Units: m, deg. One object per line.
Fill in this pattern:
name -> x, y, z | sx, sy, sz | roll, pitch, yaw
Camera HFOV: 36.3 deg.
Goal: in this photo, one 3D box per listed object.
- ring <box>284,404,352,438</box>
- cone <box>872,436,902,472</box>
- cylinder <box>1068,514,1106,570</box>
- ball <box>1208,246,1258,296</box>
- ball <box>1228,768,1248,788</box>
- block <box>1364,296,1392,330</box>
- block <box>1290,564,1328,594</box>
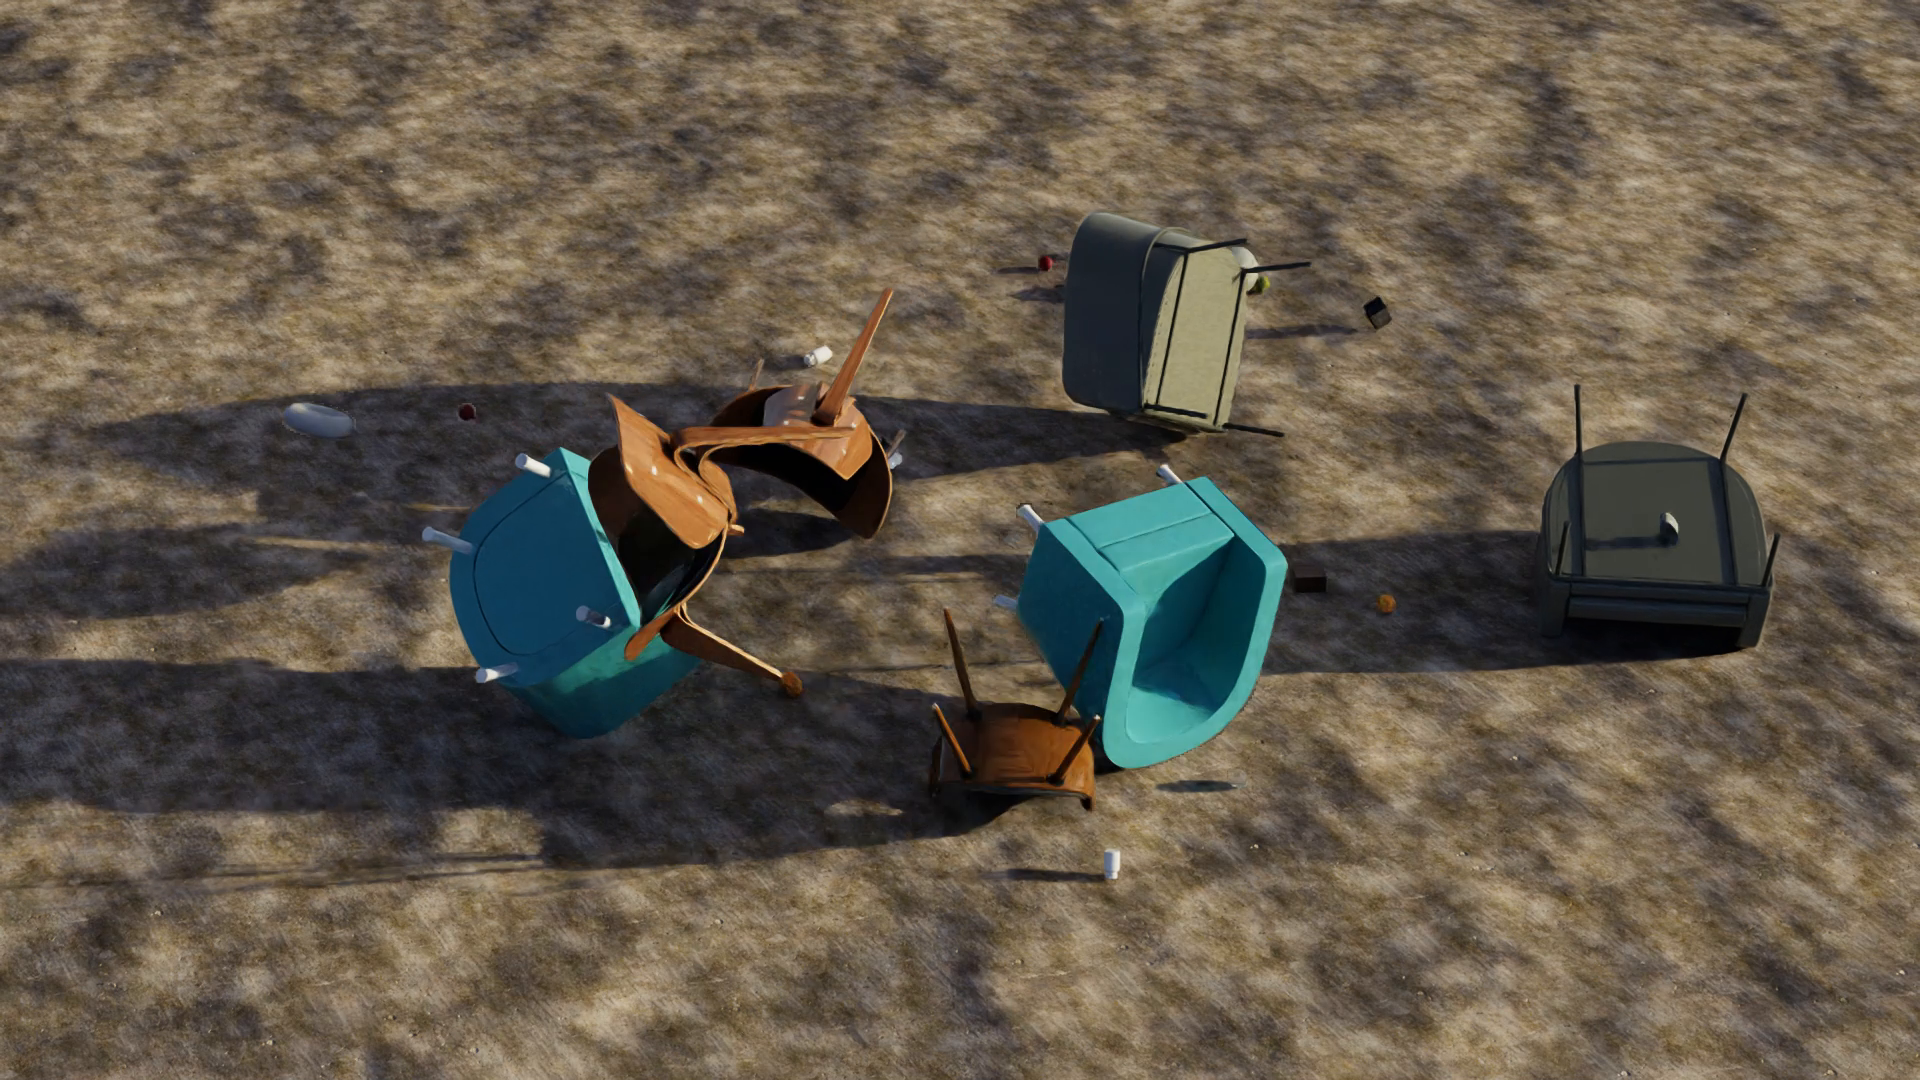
ring -> -2.512, -0.467, 11.484 | 0.288, 0.098, 0.110 | 13, 23, -33
cone -> -0.290, -0.350, 11.351 | 0.096, 0.122, 0.140 | 17, 40, 38
cylinder -> 0.467, 0.007, 10.767 | 0.134, 0.172, 0.113 | -9, 40, -10
ball -> 1.165, -1.147, 12.491 | 0.213, 0.213, 0.213 | 0, 33, 0
ball -> 0.918, 0.788, 9.691 | 0.064, 0.064, 0.064 | 0, 33, 0
block -> 1.742, -0.944, 12.225 | 0.079, 0.115, 0.064 | -32, 57, 5
block -> 1.268, 0.142, 10.666 | 0.114, 0.070, 0.080 | -4, 34, -5
